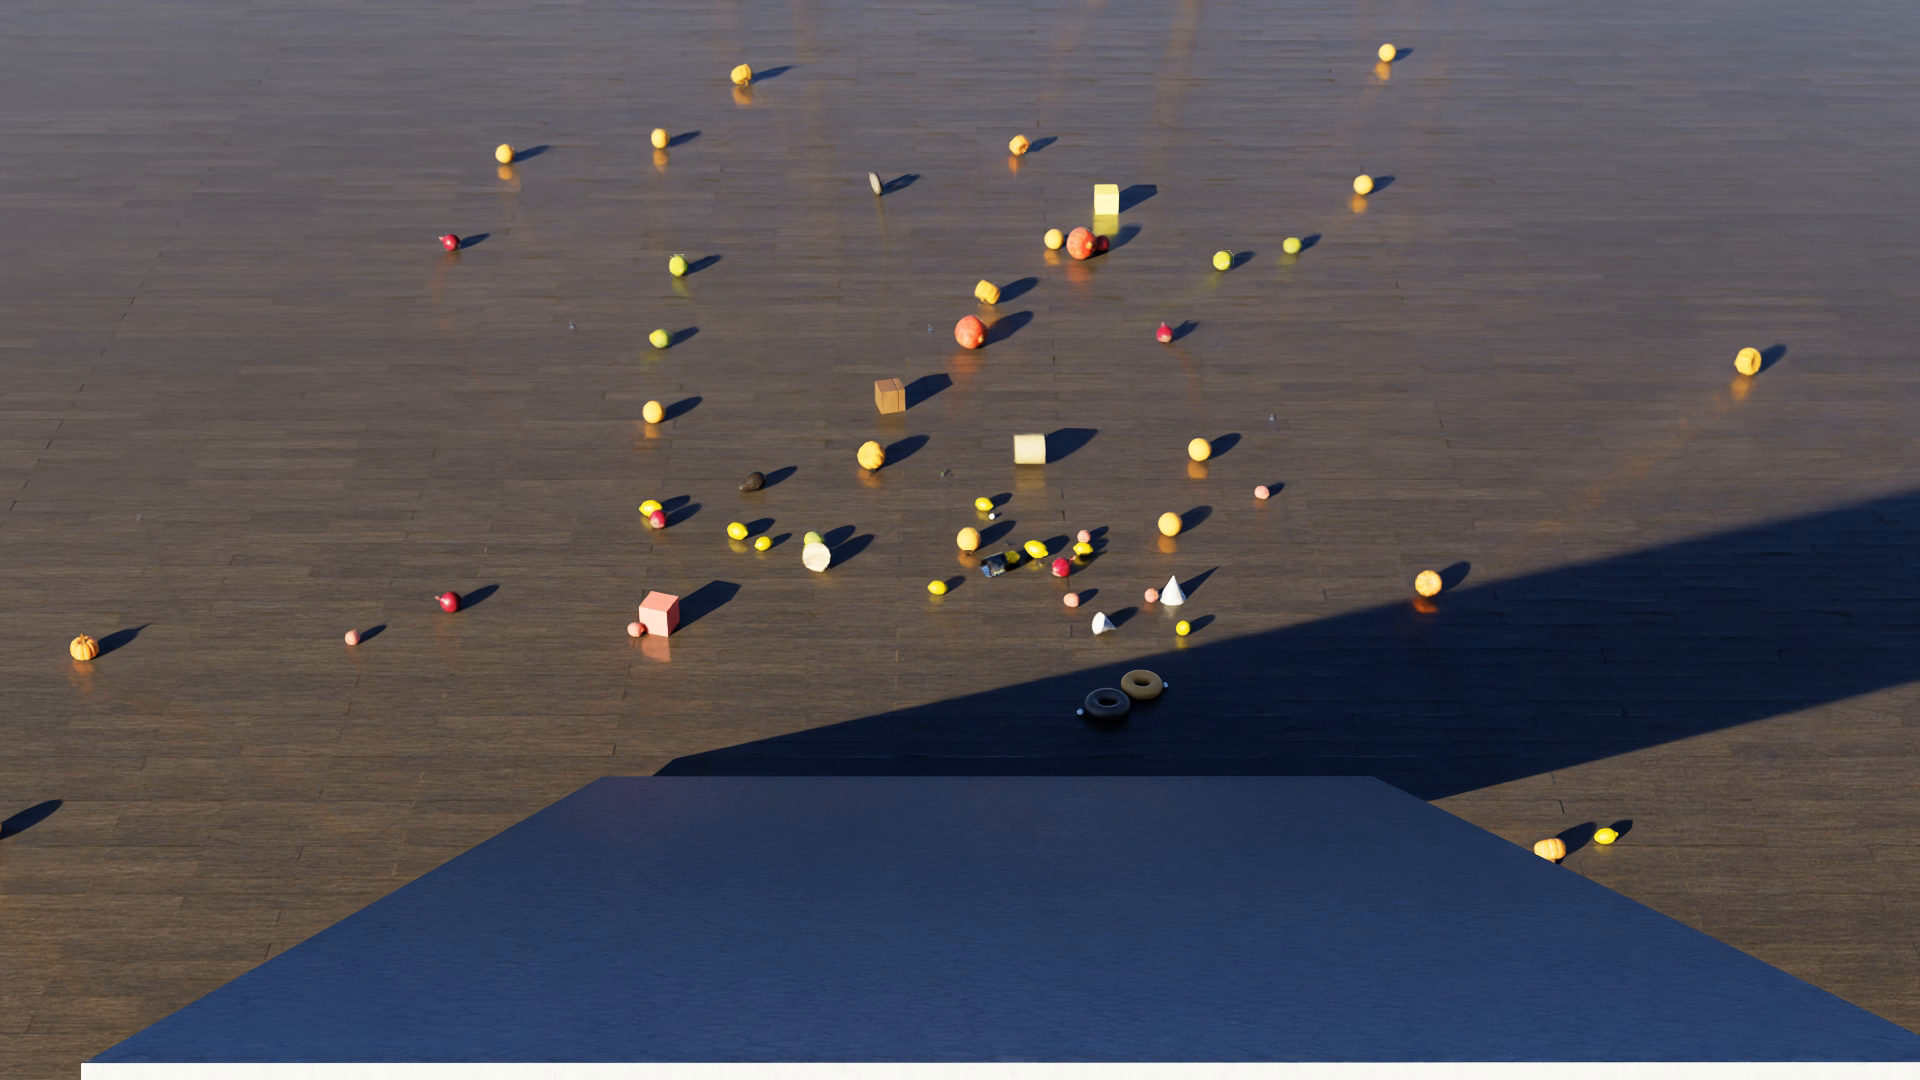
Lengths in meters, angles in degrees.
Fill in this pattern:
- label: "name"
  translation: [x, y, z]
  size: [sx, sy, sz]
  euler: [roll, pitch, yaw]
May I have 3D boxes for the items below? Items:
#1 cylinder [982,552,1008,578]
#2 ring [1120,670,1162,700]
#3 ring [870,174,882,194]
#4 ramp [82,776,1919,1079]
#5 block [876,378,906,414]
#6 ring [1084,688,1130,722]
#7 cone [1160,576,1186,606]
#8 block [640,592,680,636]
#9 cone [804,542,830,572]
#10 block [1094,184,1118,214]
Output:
- label: "cylinder"
  translation: [0.104, 0.073, 7.685]
  size: [0.060, 0.060, 0.060]
  euler: [-18, 37, -26]
- label: "ring"
  translation: [0.504, 0.402, 7.189]
  size: [0.117, 0.039, 0.117]
  euler: [1, 33, -1]
- label: "ring"
  translation: [-0.320, -1.363, 9.920]
  size: [0.029, 0.087, 0.087]
  euler: [-21, 36, -8]
- label: "ramp"
  translation: [0.072, 0.633, 4.735]
  size: [2.000, 0.100, 4.000]
  euler: [0, -1, 0]
- label: "block"
  translation: [-0.230, -0.474, 8.526]
  size: [0.080, 0.080, 0.080]
  euler: [-9, 34, -13]
- label: "ring"
  translation: [0.404, 0.452, 7.107]
  size: [0.129, 0.043, 0.129]
  euler: [-1, 32, 1]
- label: "cone"
  translation: [0.622, 0.136, 7.569]
  size: [0.078, 0.078, 0.078]
  euler: [0, 32, 0]
- label: "block"
  translation: [-0.862, 0.212, 7.444]
  size: [0.085, 0.085, 0.085]
  euler: [10, 34, 16]
- label: "cone"
  translation: [-0.416, 0.047, 7.747]
  size: [0.085, 0.085, 0.085]
  euler: [9, 7, 13]
- label: "block"
  translation: [0.554, -1.287, 9.801]
  size: [0.083, 0.083, 0.083]
  euler: [-1, 32, -2]
